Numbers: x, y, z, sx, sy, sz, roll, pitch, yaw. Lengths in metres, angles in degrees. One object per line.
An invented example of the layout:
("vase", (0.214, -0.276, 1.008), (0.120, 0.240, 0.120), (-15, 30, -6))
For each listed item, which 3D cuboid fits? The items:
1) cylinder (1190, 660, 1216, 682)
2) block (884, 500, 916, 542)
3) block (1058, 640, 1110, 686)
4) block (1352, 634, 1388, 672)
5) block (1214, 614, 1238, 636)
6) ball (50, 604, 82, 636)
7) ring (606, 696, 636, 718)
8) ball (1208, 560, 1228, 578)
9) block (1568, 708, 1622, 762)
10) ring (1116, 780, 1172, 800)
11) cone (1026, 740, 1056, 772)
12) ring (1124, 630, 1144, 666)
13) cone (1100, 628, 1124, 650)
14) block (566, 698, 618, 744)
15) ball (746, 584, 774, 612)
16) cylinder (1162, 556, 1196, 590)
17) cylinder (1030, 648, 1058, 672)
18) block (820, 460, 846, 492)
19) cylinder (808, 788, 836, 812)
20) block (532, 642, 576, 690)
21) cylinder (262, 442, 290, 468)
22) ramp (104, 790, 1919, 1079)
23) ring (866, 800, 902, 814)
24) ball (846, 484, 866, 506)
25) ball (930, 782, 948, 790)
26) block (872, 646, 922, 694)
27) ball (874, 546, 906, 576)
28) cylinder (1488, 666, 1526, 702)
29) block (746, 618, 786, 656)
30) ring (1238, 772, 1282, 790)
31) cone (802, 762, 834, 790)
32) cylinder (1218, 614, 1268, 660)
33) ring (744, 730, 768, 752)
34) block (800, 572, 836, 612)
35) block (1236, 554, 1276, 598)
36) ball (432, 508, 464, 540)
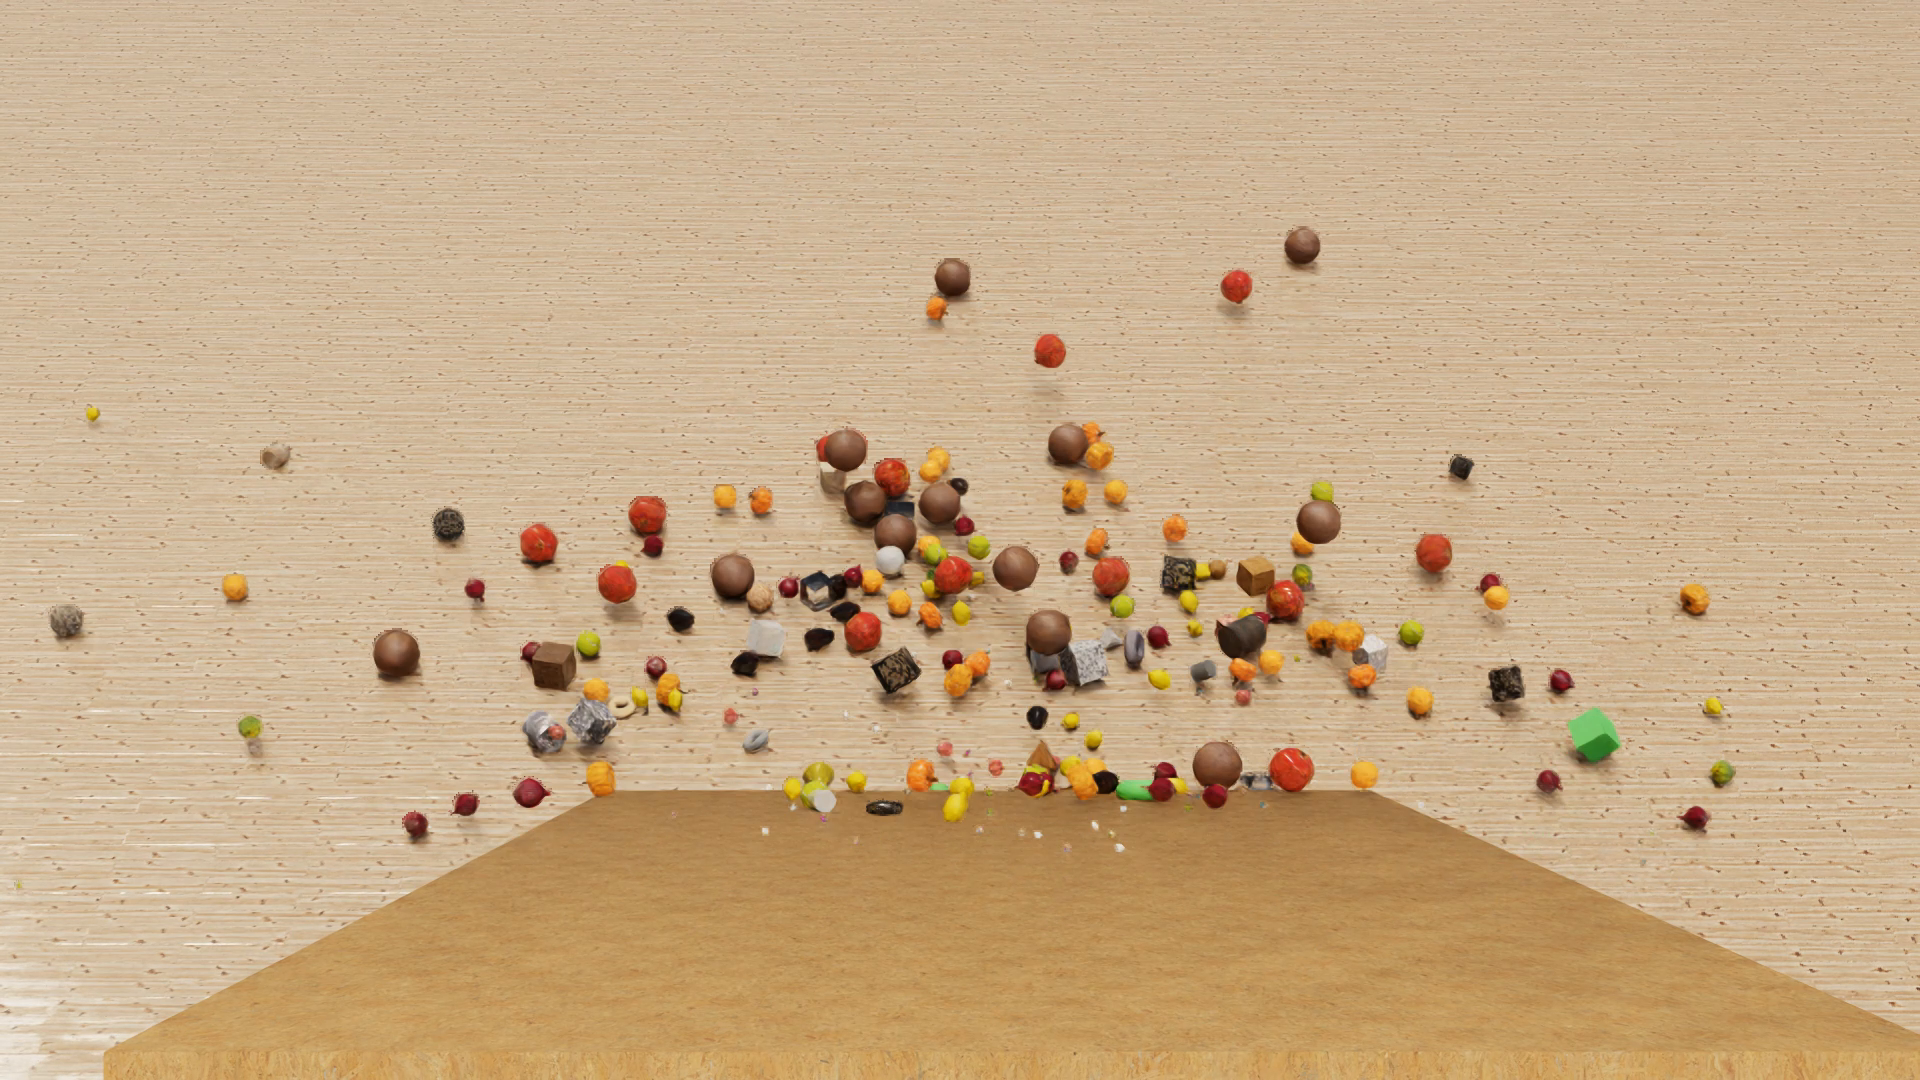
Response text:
("cylinder", (0.682, 0.366, 7.266), (0.052, 0.052, 0.052), (-23, 18, 38))
("block", (-0.183, -0.057, 7.916), (0.088, 0.088, 0.088), (2, 34, 3))
("block", (0.347, 0.342, 7.294), (0.094, 0.094, 0.094), (-18, 13, -25))
("block", (1.165, 0.322, 7.374), (0.069, 0.069, 0.069), (-18, 38, -24))
("block", (0.775, 0.255, 7.486), (0.054, 0.054, 0.054), (-23, 40, -30))
("ball", (-2.578, 0.233, 7.487), (0.091, 0.091, 0.091), (0, 34, 0))
("ring", (-0.941, 0.463, 7.204), (0.084, 0.028, 0.084), (0, 35, 0))
("ball", (0.769, 0.086, 7.734), (0.056, 0.056, 0.056), (0, 34, 0))
("block", (1.710, 0.526, 6.999), (0.089, 0.089, 0.089), (-34, 41, 24))
("ring", (0.460, 0.625, 6.488), (0.140, 0.047, 0.140), (-1, -1, 0))
("cone", (0.218, 0.566, 6.933), (0.080, 0.080, 0.080), (1, 32, 0))
("ring", (0.494, 0.306, 7.367), (0.035, 0.106, 0.106), (-2, 31, 24))
("cone", (0.447, 0.292, 7.455), (0.063, 0.063, 0.063), (17, 28, -23))
("block", (-0.998, 0.491, 7.033), (0.082, 0.082, 0.082), (17, 26, -52))
("ball", (-0.585, 0.169, 7.592), (0.079, 0.079, 0.079), (0, 34, 0))
("cylinder", (0.648, 0.098, 7.668), (0.092, 0.092, 0.092), (6, 35, 8))
("cylinder", (0.237, 0.339, 7.348), (0.066, 0.066, 0.066), (-5, 34, -13))
("block", (-0.397, -0.199, 8.133), (0.071, 0.071, 0.071), (-7, 27, -10))
("cylinder", (-0.324, 0.611, 6.087), (0.053, 0.053, 0.053), (-14, 3, -20))
("block", (-1.141, 0.354, 7.304), (0.091, 0.091, 0.091), (8, 33, 12))
("cylinder", (-2.170, -0.268, 8.240), (0.062, 0.062, 0.062), (14, 32, 20))
("ramp", (0.075, 0.654, 4.798), (2.000, 0.100, 4.000), (0, -1, 0))
("ring", (-0.177, 0.621, 6.027), (0.087, 0.029, 0.087), (-1, -3, 0))
("ball", (-0.323, -0.142, 8.060), (0.067, 0.067, 0.067), (0, 34, 0))
("ball", (-0.055, 0.670, 6.874), (0.054, 0.054, 0.054), (0, 34, 0))
("block", (-0.177, 0.361, 7.224), (0.092, 0.092, 0.092), (-31, 2, 11))
("ball", (-0.209, 0.063, 7.735), (0.093, 0.093, 0.093), (0, 34, 0))
("cylinder", (1.513, 0.399, 7.186), (0.087, 0.087, 0.087), (-11, -4, -1))
("block", (-0.551, 0.278, 7.384), (0.080, 0.080, 0.080), (11, 9, -25))
("ring", (0.797, 0.640, 6.903), (0.113, 0.038, 0.113), (0, 4, 0))
("cone", (-0.364, 0.636, 6.755), (0.083, 0.083, 0.083), (-5, 26, -7))
("cylinder", (0.807, 0.276, 7.414), (0.099, 0.099, 0.099), (-23, 40, -31))
("ring", (-0.556, 0.546, 7.064), (0.077, 0.026, 0.077), (-25, 26, 13))
("block", (-0.417, 0.152, 7.619), (0.075, 0.075, 0.075), (-25, 41, -32))
("block", (0.876, 0.107, 7.682), (0.080, 0.080, 0.080), (-15, 37, -21))
("ball", (-1.556, -0.047, 7.896), (0.096, 0.096, 0.096), (0, 34, 0))
